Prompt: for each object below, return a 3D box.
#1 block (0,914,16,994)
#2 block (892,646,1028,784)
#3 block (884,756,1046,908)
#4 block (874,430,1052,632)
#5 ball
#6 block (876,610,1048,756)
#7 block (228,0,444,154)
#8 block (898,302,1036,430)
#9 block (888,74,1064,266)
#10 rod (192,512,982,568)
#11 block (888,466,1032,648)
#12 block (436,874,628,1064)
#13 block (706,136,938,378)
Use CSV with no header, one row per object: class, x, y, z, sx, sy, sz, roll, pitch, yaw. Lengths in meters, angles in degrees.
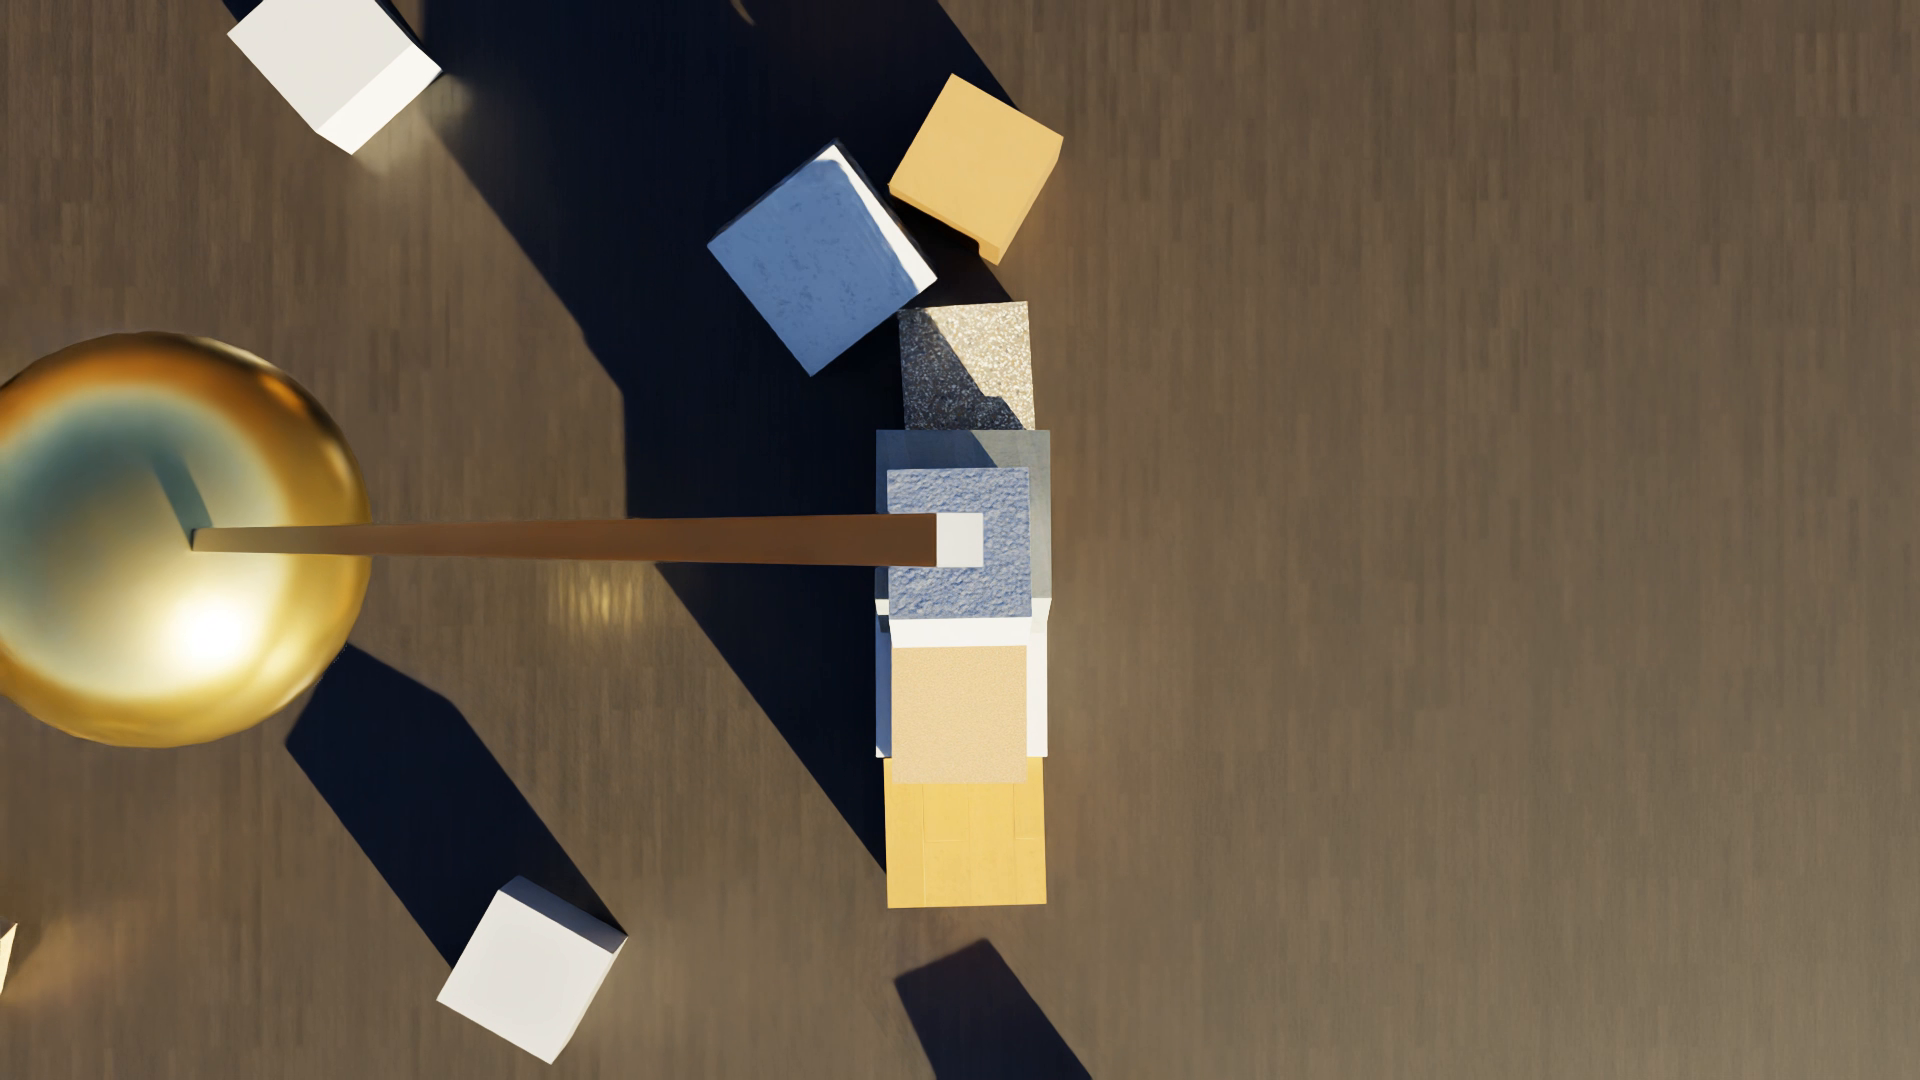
block,-5.895,2.441,12.576,0.616,0.592,0.631,27,123,1
block,-0.003,0.895,11.726,0.702,0.589,0.739,0,90,0
block,0.028,1.606,12.564,0.874,0.873,0.823,-2,90,0
block,0.016,-0.030,11.633,0.891,0.898,0.884,0,76,0
ball,-3.069,0.000,8.426,1.600,1.600,1.600,0,90,0
block,0.008,0.732,12.510,0.934,0.980,0.905,0,90,0
block,-3.571,-2.797,12.634,0.734,0.732,0.736,-42,90,0
block,0.037,-0.945,12.638,0.724,0.724,0.731,-4,90,0
block,0.089,-2.109,12.616,0.716,0.768,0.713,30,90,0
rod,-1.330,0.000,5.505,0.080,5.200,0.080,0,90,-31
block,-0.004,0.095,10.786,0.676,0.689,0.736,-1,76,0
block,-2.459,2.469,12.711,0.744,0.579,0.713,29,90,0
block,-0.769,-1.619,12.455,0.889,0.820,0.921,-37,102,7
